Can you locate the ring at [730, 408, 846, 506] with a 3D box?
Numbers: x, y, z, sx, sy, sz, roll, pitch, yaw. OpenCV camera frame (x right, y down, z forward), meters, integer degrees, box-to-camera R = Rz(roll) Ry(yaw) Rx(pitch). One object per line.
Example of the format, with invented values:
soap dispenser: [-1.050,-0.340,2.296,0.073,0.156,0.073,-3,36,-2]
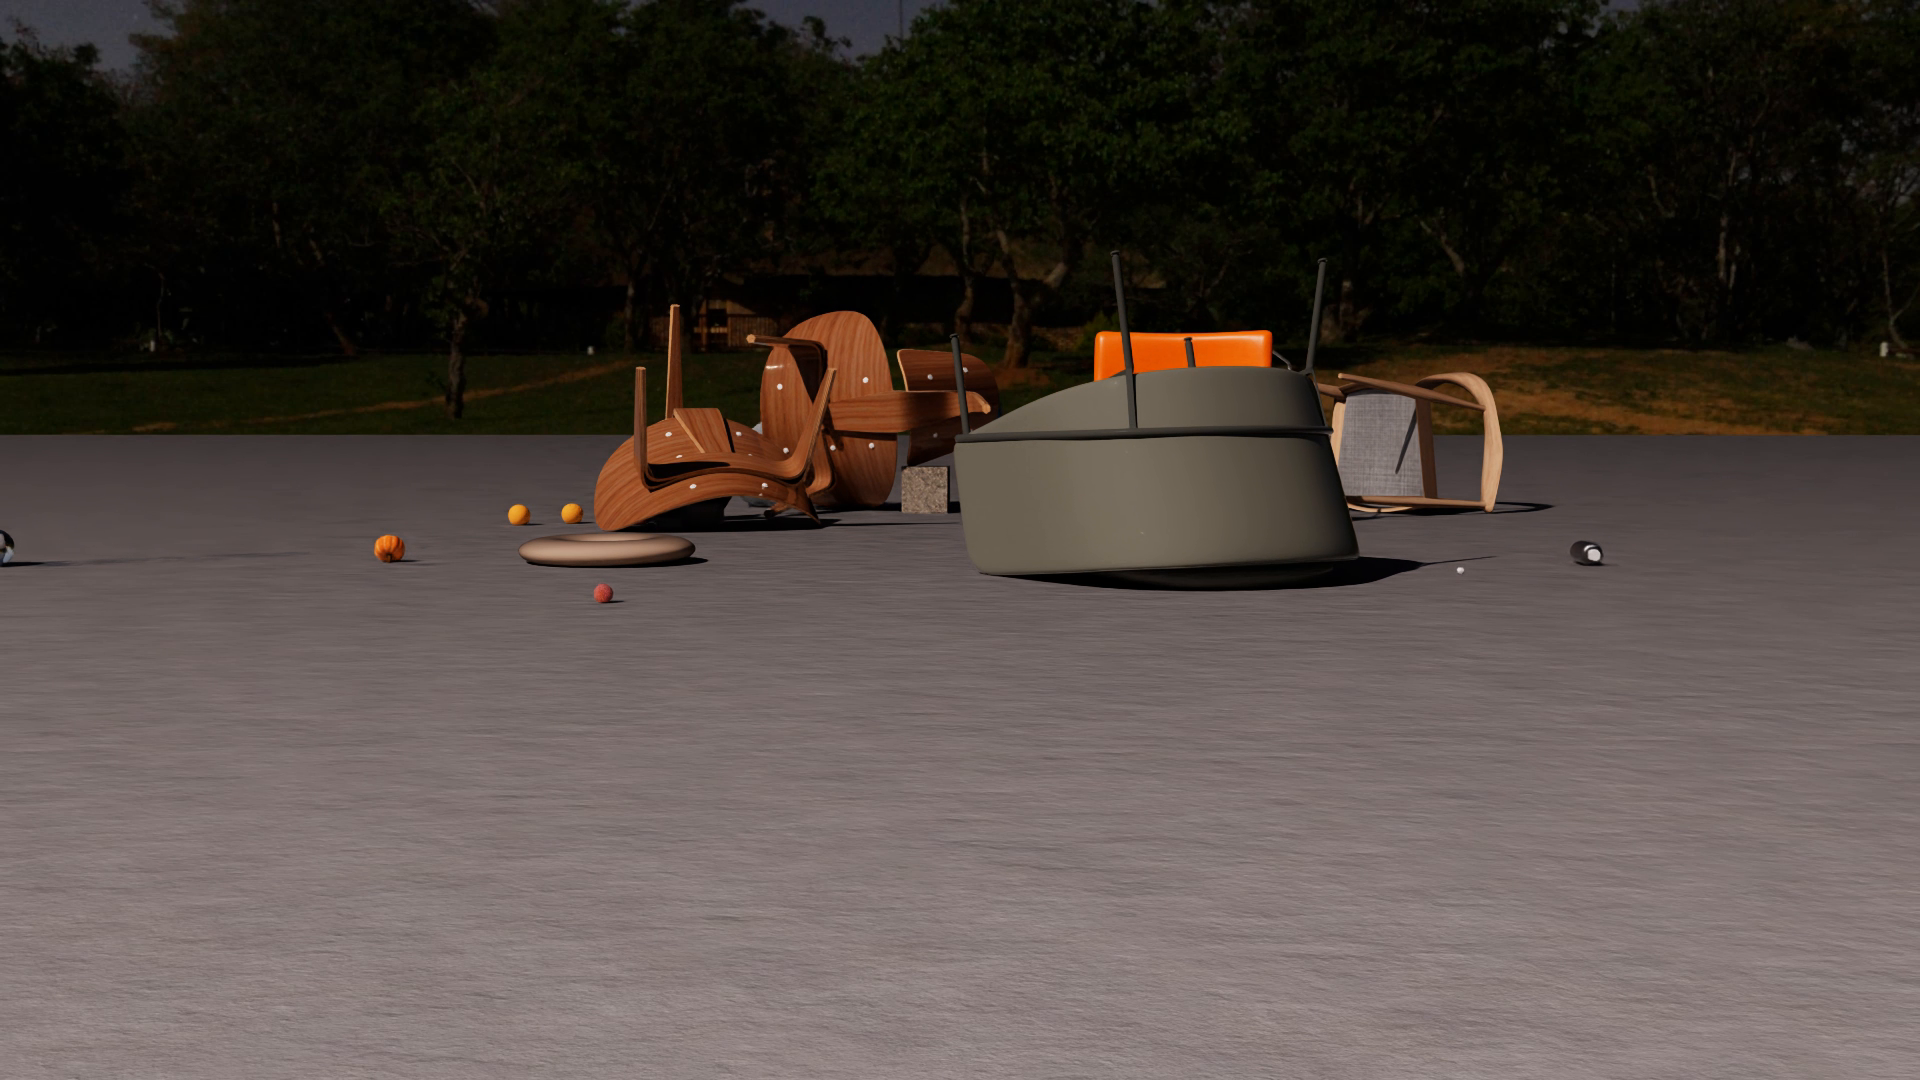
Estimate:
ring: [-0.663,-0.317,8.446,0.484,0.165,0.405,-28,48,1]

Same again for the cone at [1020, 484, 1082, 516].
cone: [0.314,-0.116,7.826,0.224,0.118,0.179,0,-14,-3]

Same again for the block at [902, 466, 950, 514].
block: [-0.124,-0.184,7.993,0.166,0.168,0.101,0,4,6]

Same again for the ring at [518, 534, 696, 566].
ring: [-0.916,0.025,5.708,0.466,0.066,0.436,2,5,28]

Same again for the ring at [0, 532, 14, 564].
ring: [-2.538,0.021,5.549,0.281,0.097,0.186,-1,5,-24]

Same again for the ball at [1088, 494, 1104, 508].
ball: [0.509,-0.145,8.254,0.056,0.056,0.056,0,4,0]

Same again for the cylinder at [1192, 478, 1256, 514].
cylinder: [0.946,-0.157,7.893,0.211,0.129,0.168,0,10,0]
